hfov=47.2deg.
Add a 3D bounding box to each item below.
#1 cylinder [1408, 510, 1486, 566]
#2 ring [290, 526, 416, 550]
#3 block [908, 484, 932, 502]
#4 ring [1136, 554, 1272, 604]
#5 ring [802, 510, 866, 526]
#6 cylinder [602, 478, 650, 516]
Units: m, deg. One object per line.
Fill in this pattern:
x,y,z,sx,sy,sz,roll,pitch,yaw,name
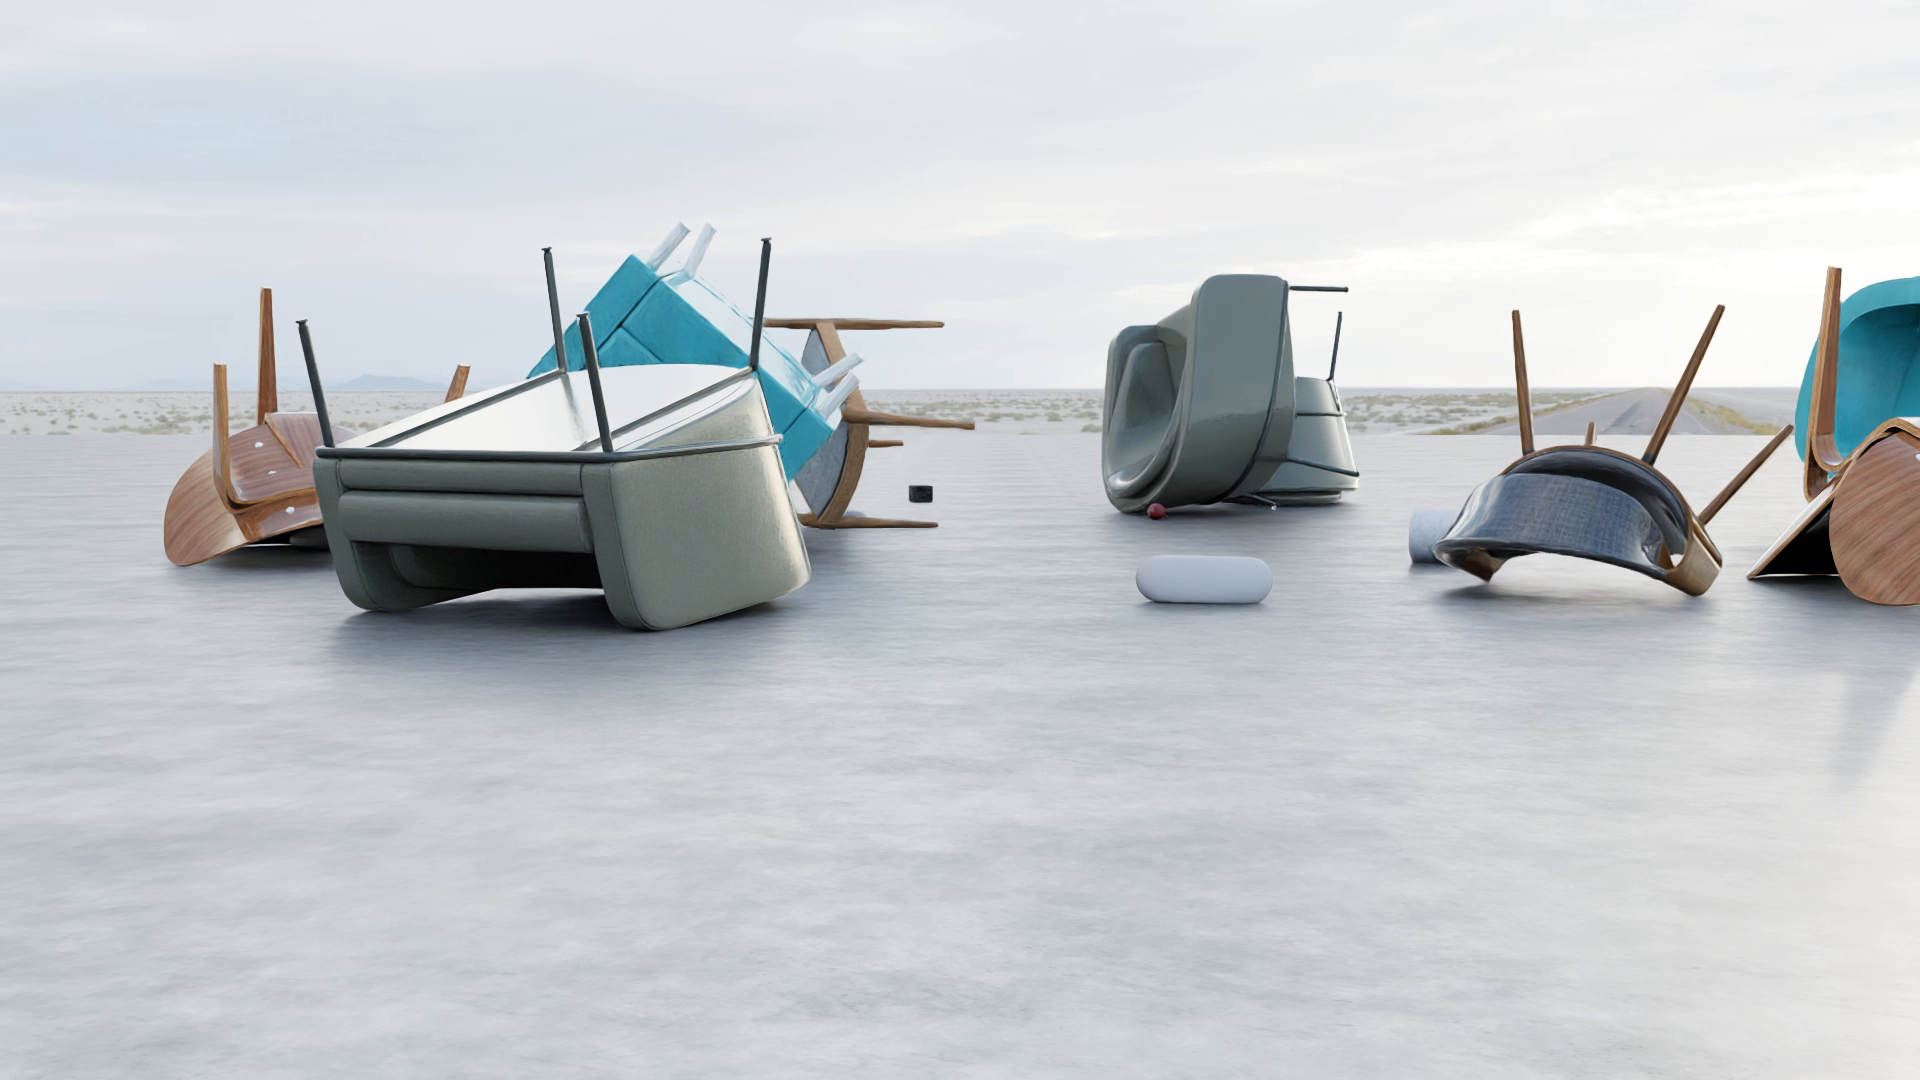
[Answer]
1.250,-0.006,5.646,0.166,0.136,0.136,2,28,26,cylinder
-1.711,-0.006,6.203,0.352,0.060,0.218,-3,4,-29,ring
-0.157,-0.185,8.779,0.079,0.064,0.115,-1,4,-10,block
0.514,0.083,4.636,0.288,0.098,0.110,1,1,8,ring
-0.413,-0.072,7.243,0.212,0.048,0.219,0,3,-18,ring
-1.188,-0.154,7.822,0.172,0.134,0.113,-1,10,-8,cylinder
